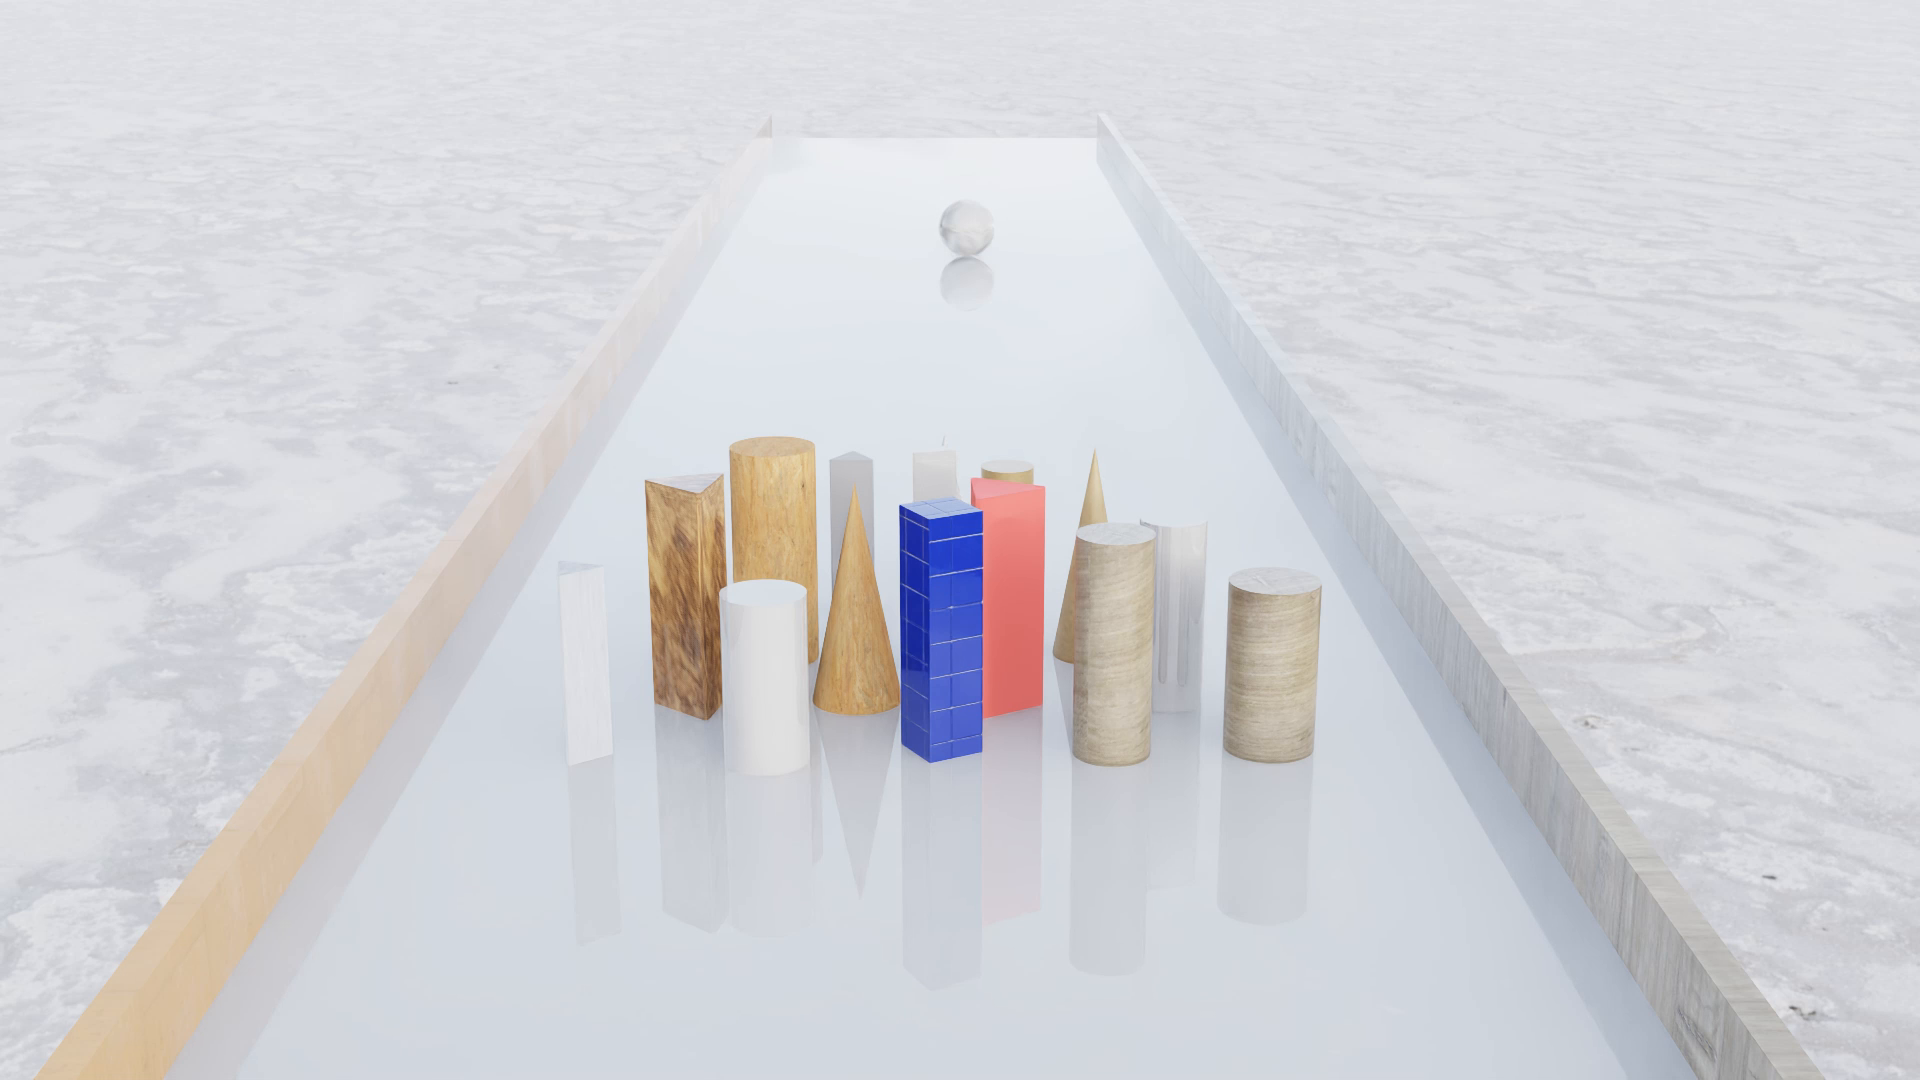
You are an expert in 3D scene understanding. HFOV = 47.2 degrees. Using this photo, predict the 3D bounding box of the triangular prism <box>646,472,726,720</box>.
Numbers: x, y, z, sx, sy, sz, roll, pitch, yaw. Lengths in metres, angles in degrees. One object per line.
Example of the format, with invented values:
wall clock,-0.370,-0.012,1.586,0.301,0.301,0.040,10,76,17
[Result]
triangular prism,-0.486,0.098,4.127,0.146,0.439,0.126,14,22,39

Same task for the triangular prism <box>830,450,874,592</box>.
triangular prism,-0.225,-0.010,4.651,0.090,0.348,0.078,0,17,1

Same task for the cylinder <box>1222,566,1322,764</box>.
cylinder,0.557,0.222,3.928,0.164,0.314,0.164,0,17,0

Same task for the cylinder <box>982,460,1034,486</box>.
cylinder,0.099,0.006,4.621,0.110,0.334,0.110,0,17,0

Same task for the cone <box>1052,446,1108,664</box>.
cone,0.266,0.021,4.397,0.158,0.432,0.158,0,17,0

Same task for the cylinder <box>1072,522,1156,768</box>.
cylinder,0.271,0.185,3.888,0.140,0.409,0.140,0,17,0

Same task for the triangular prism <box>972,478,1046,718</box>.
triangular prism,0.059,0.103,4.132,0.151,0.427,0.131,-11,20,-32

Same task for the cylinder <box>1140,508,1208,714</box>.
cylinder,0.398,0.133,4.142,0.127,0.364,0.127,0,17,0

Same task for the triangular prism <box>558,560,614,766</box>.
triangular prism,-0.681,0.213,3.893,0.091,0.351,0.079,-13,21,-37

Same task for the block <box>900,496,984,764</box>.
block,-0.033,0.159,3.903,0.108,0.450,0.108,-9,19,-29

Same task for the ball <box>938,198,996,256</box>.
ball,0.029,-1.307,9.203,0.239,0.239,0.239,0,17,0

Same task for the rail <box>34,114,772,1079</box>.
rail,-1.118,-0.838,7.780,0.050,0.150,12.000,0,17,-1

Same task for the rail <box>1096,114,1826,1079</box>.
rail,0.932,-0.844,7.801,0.050,0.150,12.000,0,17,-1

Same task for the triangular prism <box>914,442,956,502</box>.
triangular prism,-0.061,0.025,4.381,0.087,0.435,0.076,-5,17,-18

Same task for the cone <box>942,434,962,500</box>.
cone,-0.033,-0.071,4.870,0.176,0.340,0.176,0,17,0

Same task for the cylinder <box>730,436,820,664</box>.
cylinder,-0.369,0.025,4.379,0.169,0.435,0.169,0,17,0

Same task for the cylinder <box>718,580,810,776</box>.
cylinder,-0.343,0.241,3.871,0.153,0.312,0.153,0,17,0

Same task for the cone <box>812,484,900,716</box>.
cone,-0.196,0.098,4.144,0.172,0.430,0.172,0,17,0
